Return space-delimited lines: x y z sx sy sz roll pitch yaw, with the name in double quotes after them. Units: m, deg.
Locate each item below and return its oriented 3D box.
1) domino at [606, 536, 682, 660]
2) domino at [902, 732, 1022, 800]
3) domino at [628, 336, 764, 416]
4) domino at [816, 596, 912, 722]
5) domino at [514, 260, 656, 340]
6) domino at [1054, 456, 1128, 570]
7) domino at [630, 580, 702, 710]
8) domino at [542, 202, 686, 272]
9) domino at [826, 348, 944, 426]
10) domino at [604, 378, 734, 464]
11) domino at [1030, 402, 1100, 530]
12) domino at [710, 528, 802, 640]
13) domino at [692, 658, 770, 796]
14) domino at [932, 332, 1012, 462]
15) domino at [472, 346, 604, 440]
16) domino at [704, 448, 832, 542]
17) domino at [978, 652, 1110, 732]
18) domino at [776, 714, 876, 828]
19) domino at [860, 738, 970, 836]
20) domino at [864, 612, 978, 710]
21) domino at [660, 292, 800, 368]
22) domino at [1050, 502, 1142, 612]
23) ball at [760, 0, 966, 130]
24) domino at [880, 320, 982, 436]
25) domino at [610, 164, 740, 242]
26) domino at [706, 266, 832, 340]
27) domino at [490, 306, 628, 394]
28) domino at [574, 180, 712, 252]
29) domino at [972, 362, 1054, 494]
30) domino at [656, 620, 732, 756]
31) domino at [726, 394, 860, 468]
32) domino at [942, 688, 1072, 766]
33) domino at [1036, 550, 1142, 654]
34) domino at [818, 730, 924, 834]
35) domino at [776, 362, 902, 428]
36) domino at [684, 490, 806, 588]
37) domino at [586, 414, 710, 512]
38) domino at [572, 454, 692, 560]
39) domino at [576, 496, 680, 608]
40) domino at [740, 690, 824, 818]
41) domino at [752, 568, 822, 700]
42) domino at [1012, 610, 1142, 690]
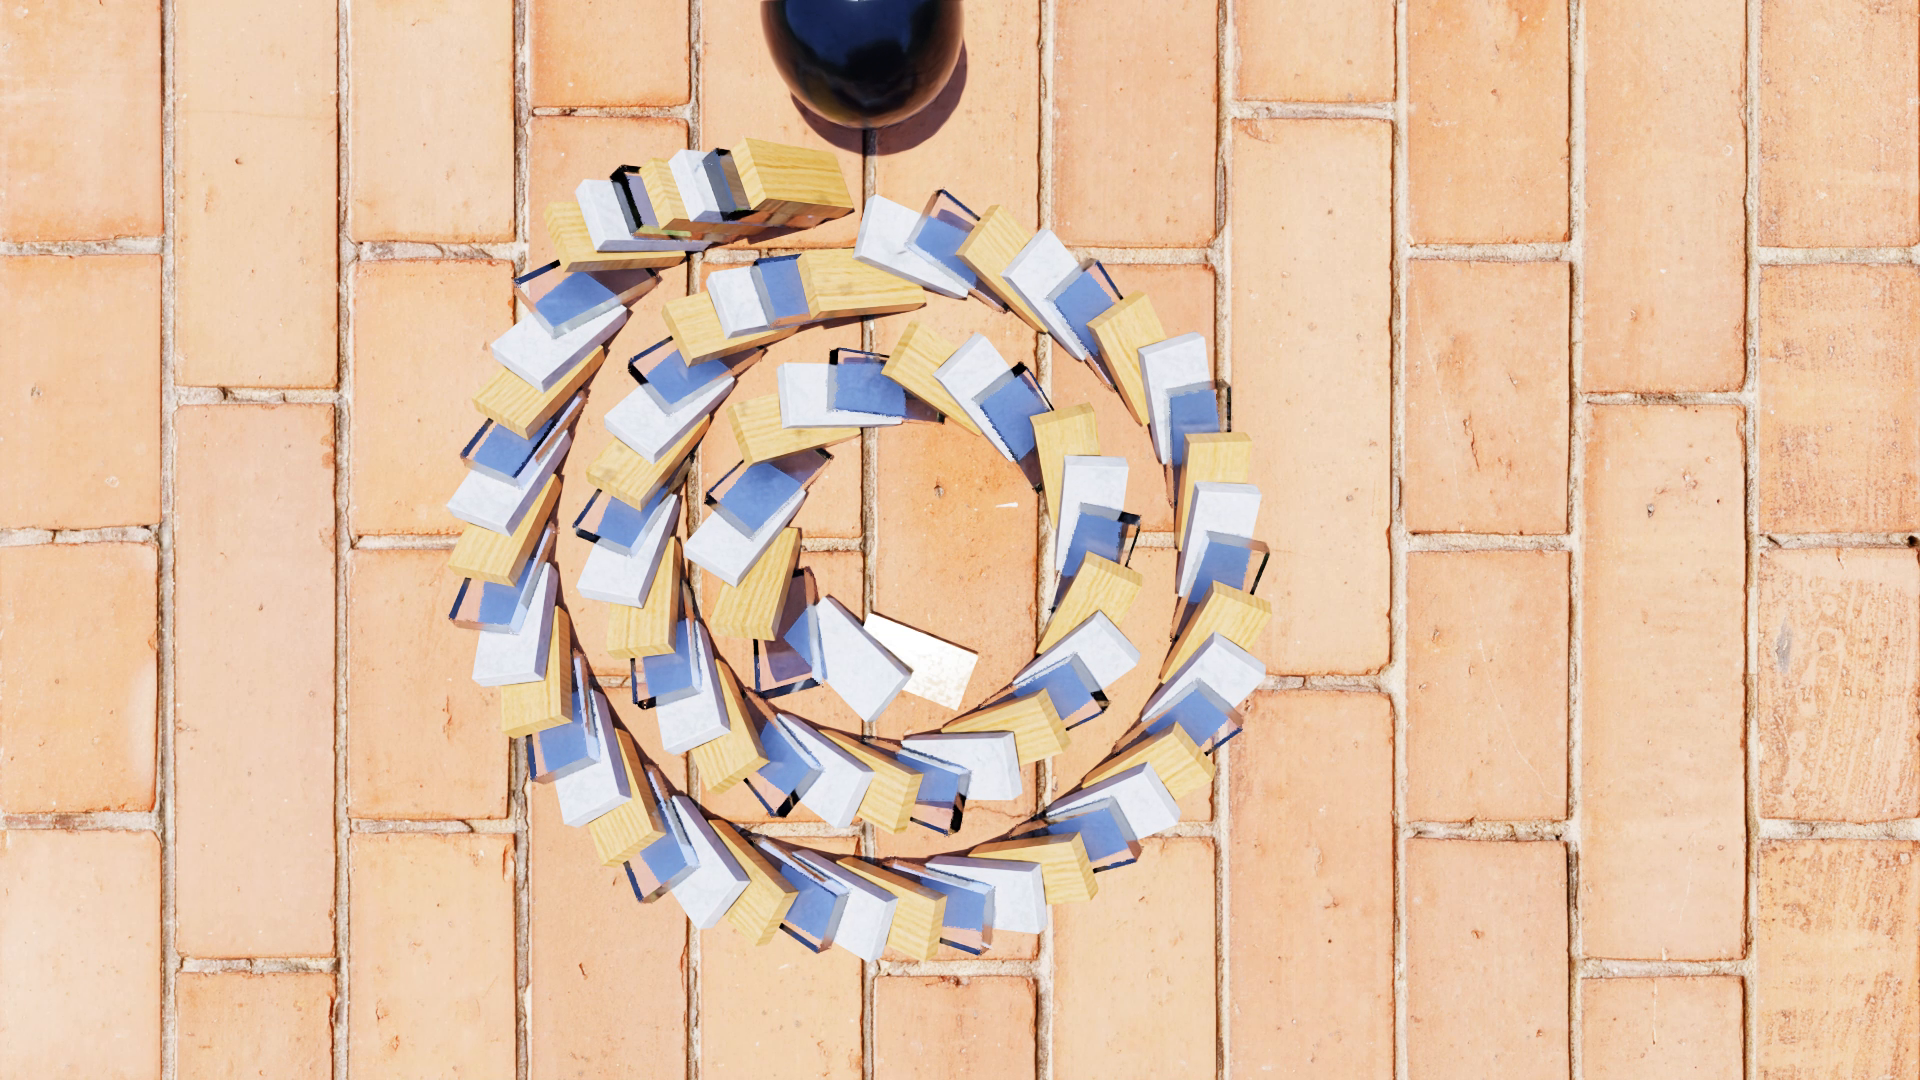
-0.132 0.024 0.383 0.025 0.010 0.050 -7 59 0 "domino"
0.000 0.094 0.383 0.050 0.009 0.025 -9 90 32 "domino"
-0.110 -0.076 0.383 0.025 0.009 0.050 48 59 0 "domino"
-0.047 0.050 0.386 0.050 0.010 0.025 42 97 20 "domino"
-0.156 -0.107 0.384 0.050 0.009 0.025 -40 90 -29 "domino"
0.054 -0.011 0.383 0.025 0.010 0.050 2 122 0 "domino"
-0.124 0.043 0.383 0.025 0.010 0.050 -16 59 0 "domino"
-0.142 -0.126 0.380 0.050 0.010 0.025 -20 90 -42 "domino"
-0.030 -0.064 0.383 0.050 0.009 0.025 3 90 -31 "domino"
-0.121 -0.057 0.383 0.025 0.010 0.050 37 60 0 "domino"
0.046 -0.030 0.383 0.025 0.010 0.050 -14 123 0 "domino"
-0.084 0.017 0.380 0.025 0.009 0.050 4 53 4 "domino"
-0.101 0.078 0.383 0.025 0.010 0.050 -34 59 1 "domino"
0.014 -0.059 0.383 0.025 0.010 0.050 -44 122 0 "domino"
-0.176 -0.068 0.384 0.025 0.009 0.050 30 61 0 "domino"
-0.080 -0.026 0.383 0.025 0.010 0.050 40 58 0 "domino"
0.035 0.069 0.383 0.050 0.009 0.025 -34 90 31 "domino"
-0.062 0.096 0.383 0.050 0.009 0.025 26 90 31 "domino"
-0.021 0.102 0.383 0.050 0.009 0.025 11 91 31 "domino"
-0.020 0.052 0.395 0.050 0.010 0.025 21 90 0 "domino"
-0.095 -0.092 0.383 0.050 0.009 0.025 -26 90 -31 "domino"
0.056 0.010 0.383 0.025 0.010 0.050 13 121 0 "domino"
-0.038 -0.205 0.360 0.080 0.080 0.080 0 90 0 "ball"
-0.006 -0.067 0.382 0.050 0.010 0.025 30 90 -33 "domino"
-0.116 -0.138 0.377 0.010 0.050 0.025 -20 90 38 "domino"
-0.077 -0.102 0.383 0.050 0.009 0.025 -20 90 -30 "domino"
-0.167 -0.087 0.384 0.025 0.010 0.050 36 61 0 "domino"
-0.129 -0.133 0.379 0.010 0.050 0.025 -20 89 44 "domino"
0.029 -0.046 0.383 0.025 0.009 0.050 -37 122 0 "domino"
-0.114 0.061 0.383 0.025 0.009 0.050 -24 59 0 "domino"
-0.069 -0.049 0.383 0.050 0.009 0.025 -20 90 -32 "domino"
0.019 0.082 0.383 0.050 0.009 0.025 -26 90 31 "domino"
0.054 0.031 0.383 0.025 0.009 0.050 23 122 0 "domino"
-0.041 0.100 0.383 0.050 0.009 0.025 17 90 31 "domino"
-0.050 -0.060 0.383 0.050 0.009 0.025 -5 90 -31 "domino"
-0.089 -0.007 0.382 0.025 0.010 0.050 32 57 2 "domino"
-0.130 -0.039 0.383 0.025 0.010 0.050 29 60 0 "domino"
-0.136 -0.019 0.383 0.025 0.009 0.050 22 59 0 "domino"
-0.138 0.002 0.383 0.025 0.010 0.050 10 59 0 "domino"
-0.082 0.089 0.383 0.050 0.010 0.025 39 90 31 "domino"
-0.073 0.039 0.381 0.025 0.010 0.050 -16 59 9 "domino"
0.048 0.054 0.383 0.025 0.010 0.050 46 122 0 "domino"
